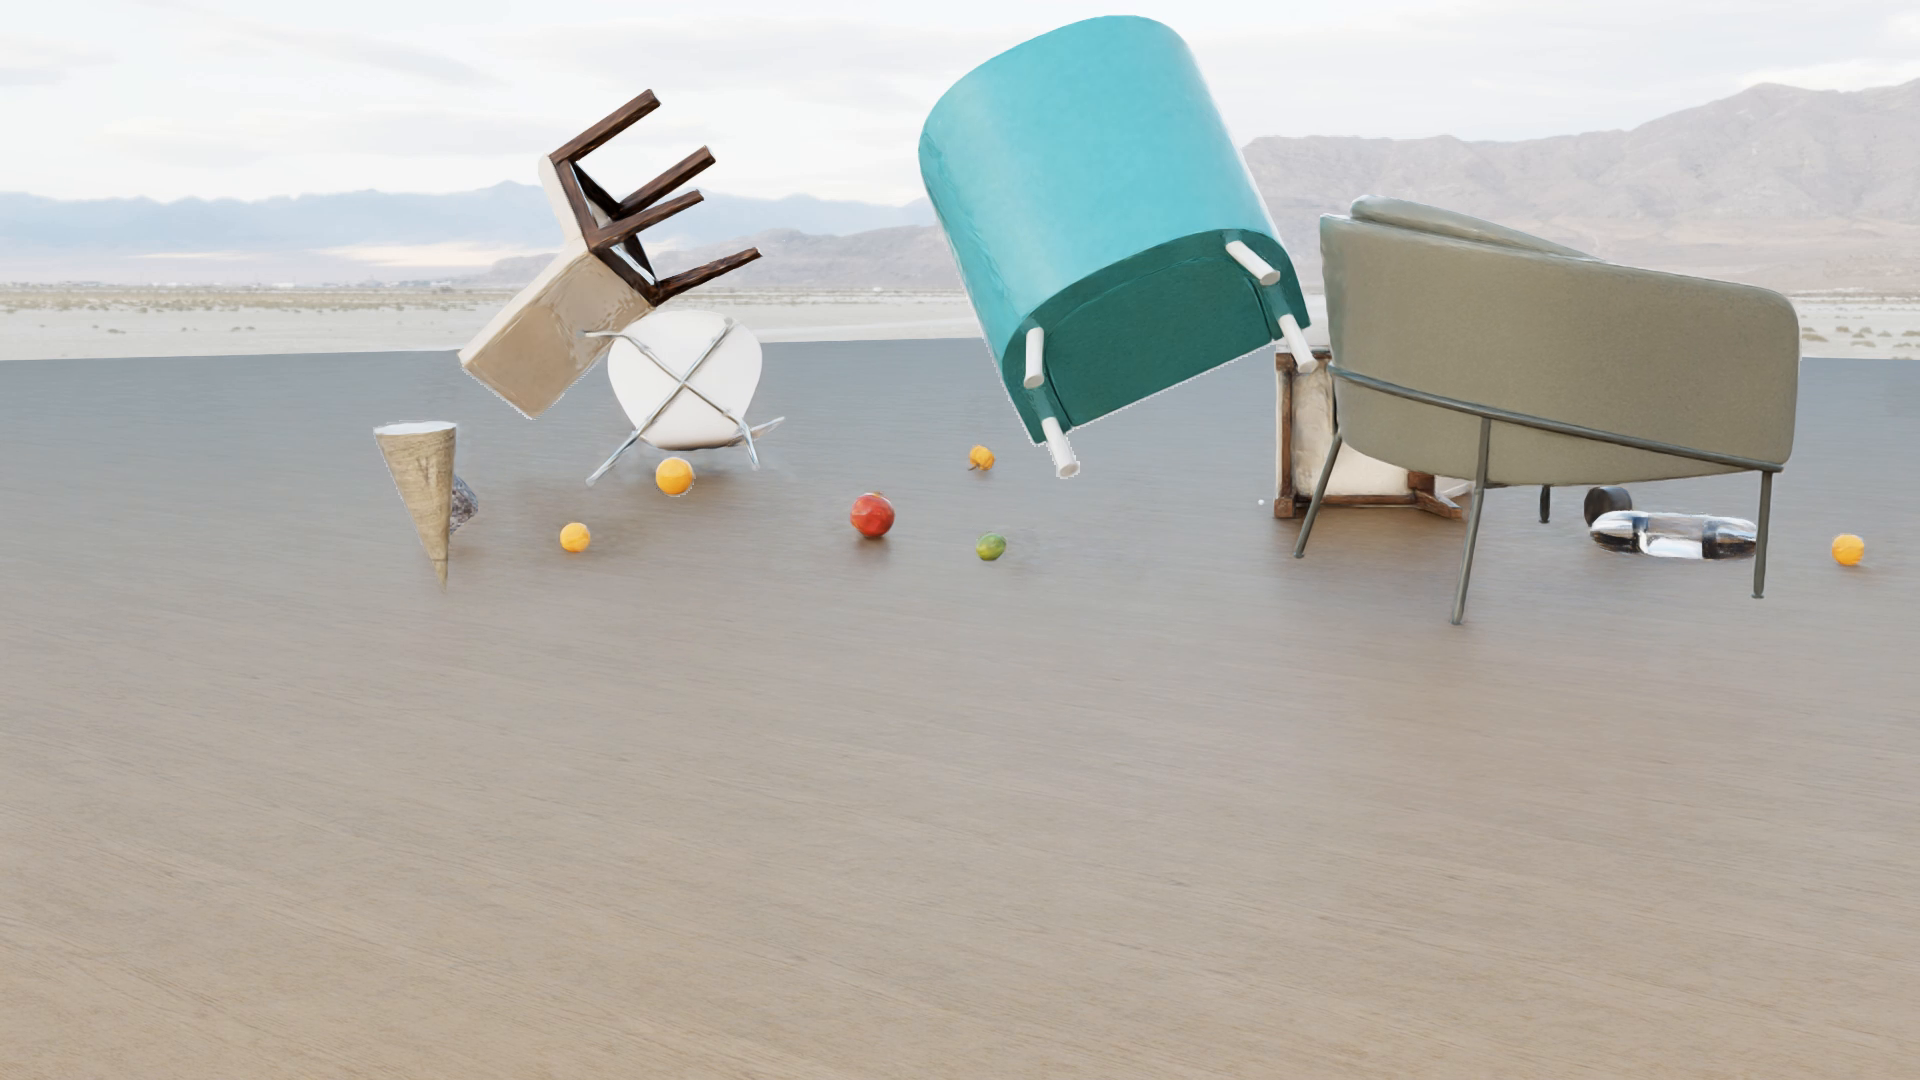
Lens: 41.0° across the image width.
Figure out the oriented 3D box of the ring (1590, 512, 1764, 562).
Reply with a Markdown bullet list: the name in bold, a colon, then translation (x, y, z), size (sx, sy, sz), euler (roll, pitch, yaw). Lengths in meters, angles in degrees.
- **ring**: translation (1.658, -0.009, 5.939), size (0.394, 0.099, 0.348), euler (4, 1, 35)

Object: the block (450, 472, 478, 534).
- **block**: translation (-1.280, -0.084, 6.419), size (0.118, 0.085, 0.124), euler (-39, 23, 2)

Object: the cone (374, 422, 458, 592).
- **cone**: translation (-1.092, -0.059, 5.293), size (0.131, 0.351, 0.315), euler (-15, 11, -32)

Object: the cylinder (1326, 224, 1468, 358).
- **cylinder**: translation (1.145, -0.651, 6.712), size (0.308, 0.289, 0.191), euler (-15, 13, -16)

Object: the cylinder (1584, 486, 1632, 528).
- **cylinder**: translation (1.637, -0.078, 6.481), size (0.063, 0.111, 0.113), euler (-3, 34, -27)
